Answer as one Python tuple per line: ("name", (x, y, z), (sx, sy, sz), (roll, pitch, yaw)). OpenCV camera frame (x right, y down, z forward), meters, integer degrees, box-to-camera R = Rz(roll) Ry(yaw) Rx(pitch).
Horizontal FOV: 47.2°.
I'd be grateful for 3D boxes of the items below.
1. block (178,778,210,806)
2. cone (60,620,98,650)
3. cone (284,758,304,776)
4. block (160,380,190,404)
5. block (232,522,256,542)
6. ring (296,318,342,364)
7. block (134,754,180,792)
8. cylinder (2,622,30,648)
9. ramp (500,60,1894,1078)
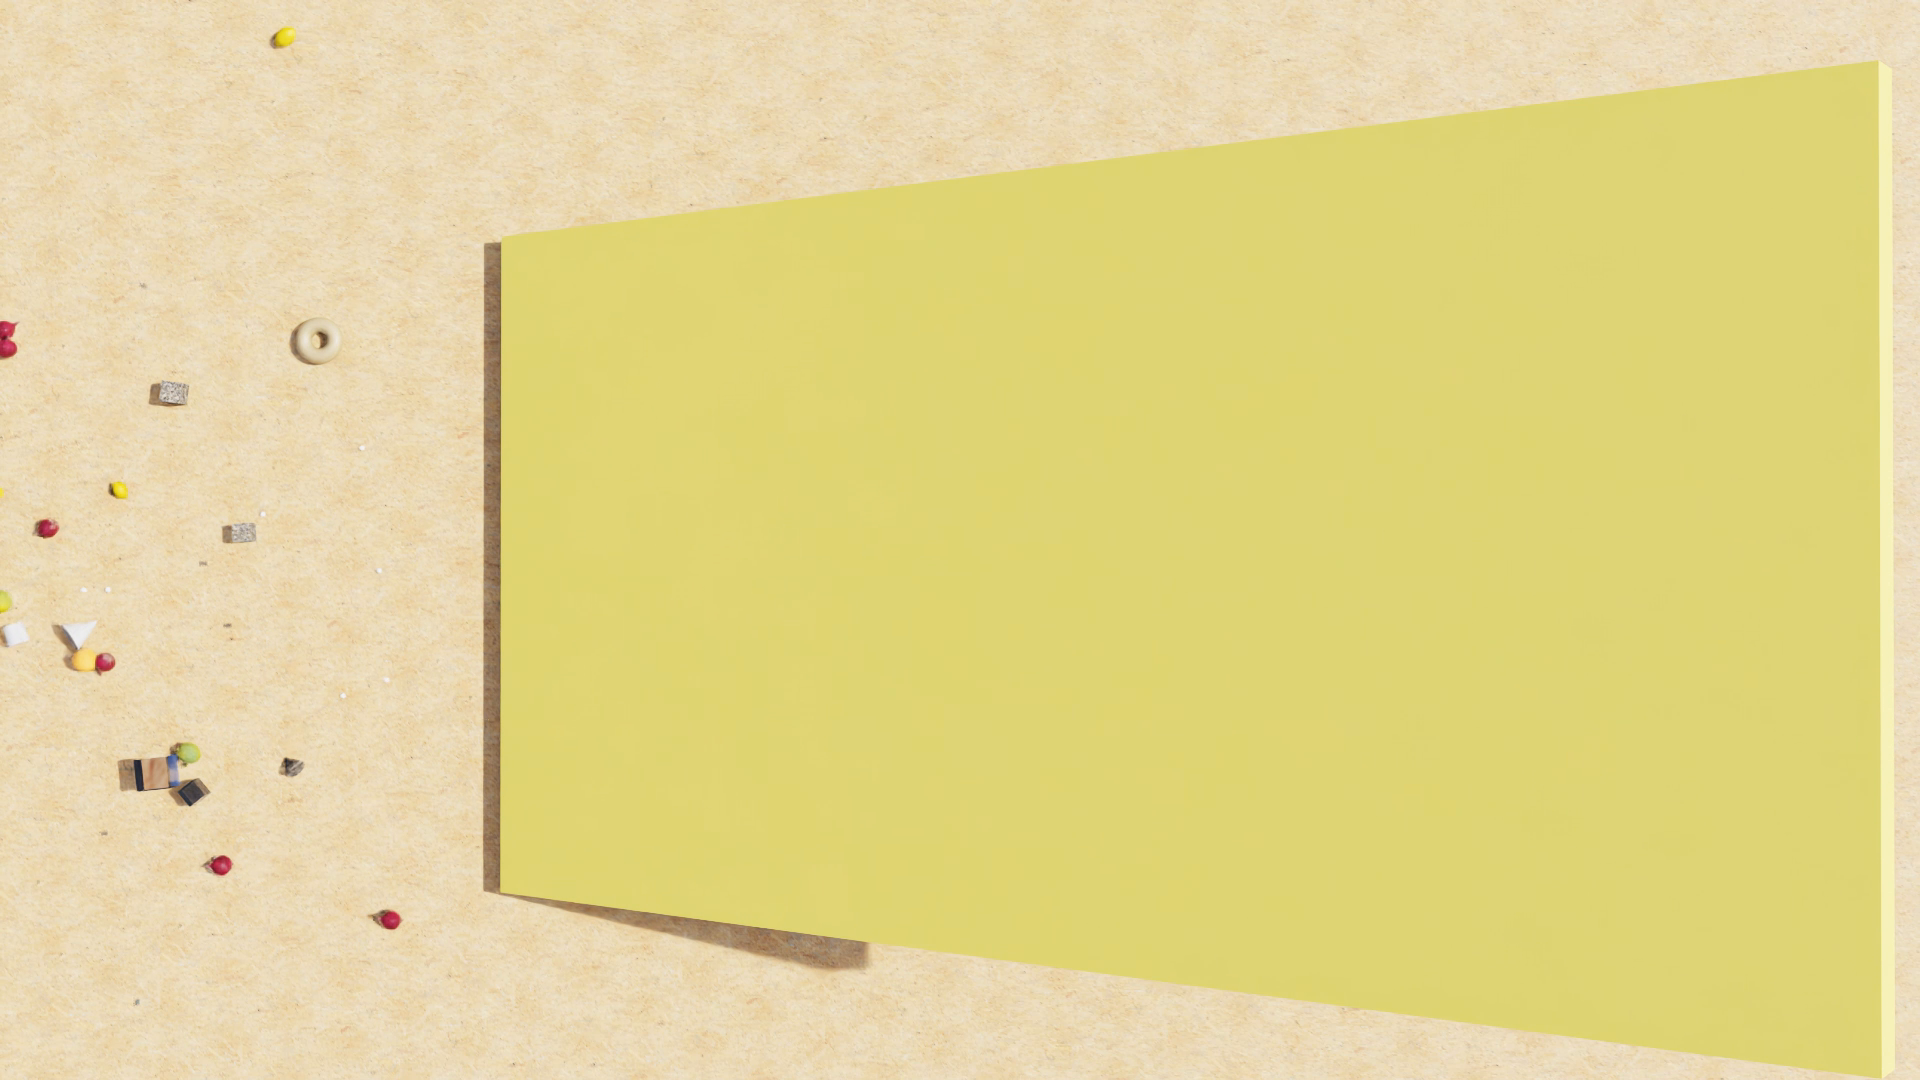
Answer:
("block", (-2.351, 0.775, 6.753), (0.059, 0.059, 0.059), (-39, 90, 0))
("cone", (-2.695, 0.274, 6.765), (0.097, 0.097, 0.097), (-35, 90, -27))
("cone", (-2.062, 0.686, 6.770), (0.061, 0.061, 0.061), (37, 90, 27))
("block", (-2.416, -0.453, 6.760), (0.064, 0.064, 0.064), (7, 90, 0))
("block", (-2.201, -0.023, 6.761), (0.056, 0.056, 0.056), (-3, 90, 0))
("ring", (-1.972, -0.614, 6.769), (0.145, 0.048, 0.145), (0, 89, 1))
("block", (-2.459, 0.713, 6.734), (0.098, 0.098, 0.098), (-6, 90, 0))
("cylinder", (-2.900, 0.291, 6.755), (0.063, 0.063, 0.063), (-21, 90, 0))
("ramp", (0.233, 0.065, 5.553), (4.000, 0.100, 2.000), (0, 89, 37))
